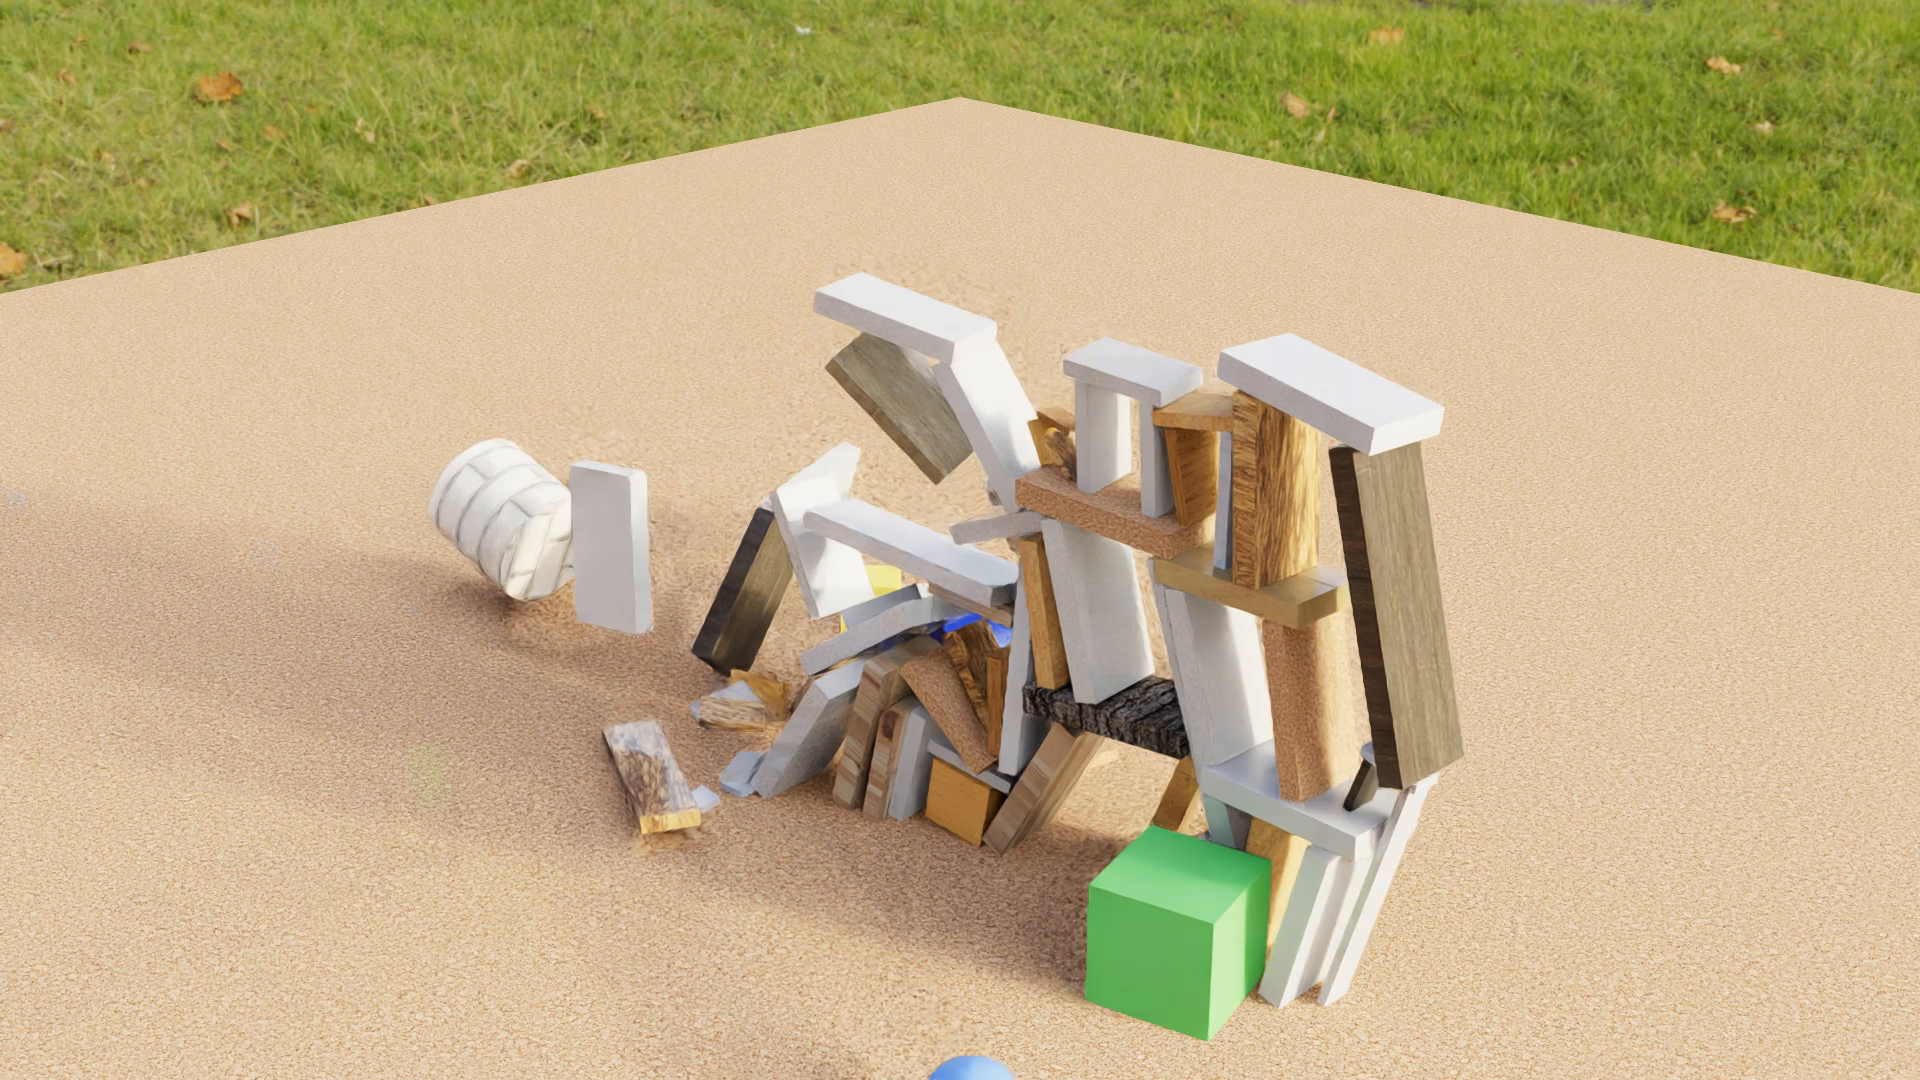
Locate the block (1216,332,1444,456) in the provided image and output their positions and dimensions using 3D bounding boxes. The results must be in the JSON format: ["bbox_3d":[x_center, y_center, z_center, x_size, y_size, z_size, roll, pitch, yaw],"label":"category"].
[{"bbox_3d":[0.587,-0.236,3.506,0.166,0.047,0.332,-16,35,-36],"label":"block"}]

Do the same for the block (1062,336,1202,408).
[{"bbox_3d":[0.296,-0.291,3.789,0.221,0.031,0.111,23,40,39],"label":"block"}]

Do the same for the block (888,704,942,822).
[{"bbox_3d":[-0.070,0.432,4.414,0.036,0.257,0.128,29,34,25],"label":"block"}]

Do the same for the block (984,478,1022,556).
[{"bbox_3d":[0.140,-0.045,5.483,0.033,0.234,0.117,-40,42,-19],"label":"block"}]

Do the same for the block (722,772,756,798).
[{"bbox_3d":[-0.432,0.498,4.567,0.059,0.017,0.119,19,29,37],"label":"block"}]

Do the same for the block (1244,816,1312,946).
[{"bbox_3d":[0.570,0.583,3.949,0.048,0.338,0.169,31,37,34],"label":"block"}]

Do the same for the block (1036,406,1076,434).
[{"bbox_3d":[0.184,-0.220,4.014,0.046,0.013,0.093,-14,29,-29],"label":"block"}]

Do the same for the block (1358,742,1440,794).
[{"bbox_3d":[0.717,0.367,3.597,0.059,0.017,0.119,-19,44,-38],"label":"block"}]

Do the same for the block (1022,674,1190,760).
[{"bbox_3d":[0.313,0.307,4.083,0.359,0.051,0.180,14,27,39],"label":"block"}]

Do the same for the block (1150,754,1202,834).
[{"bbox_3d":[0.420,0.487,4.157,0.051,0.359,0.180,28,30,13],"label":"block"}]

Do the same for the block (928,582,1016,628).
[{"bbox_3d":[0.049,0.112,4.282,0.204,0.029,0.102,23,25,32],"label":"block"}]

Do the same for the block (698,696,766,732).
[{"bbox_3d":[-0.496,0.379,4.785,0.141,0.020,0.071,7,43,-7],"label":"block"}]

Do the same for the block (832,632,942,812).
[{"bbox_3d":[-0.148,0.368,4.439,0.050,0.355,0.177,35,38,28],"label":"block"}]

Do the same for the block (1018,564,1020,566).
[{"bbox_3d":[0.196,0.091,5.333,0.165,0.047,0.330,4,1,10],"label":"block"}]

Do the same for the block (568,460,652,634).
[{"bbox_3d":[-0.771,0.016,4.848,0.180,0.360,0.051,11,19,33],"label":"block"}]

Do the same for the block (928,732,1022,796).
[{"bbox_3d":[0.046,0.428,4.337,0.201,0.028,0.100,26,33,28],"label":"block"}]

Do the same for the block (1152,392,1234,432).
[{"bbox_3d":[0.423,-0.214,3.686,0.093,0.026,0.186,-30,25,-37],"label":"block"}]

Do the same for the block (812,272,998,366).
[{"bbox_3d":[-0.104,-0.420,4.149,0.313,0.044,0.157,23,29,24],"label":"block"}]

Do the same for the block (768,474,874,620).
[{"bbox_3d":[-0.291,0.014,4.626,0.141,0.282,0.040,-18,-3,-34],"label":"block"}]

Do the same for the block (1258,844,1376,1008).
[{"bbox_3d":[0.627,0.642,3.811,0.169,0.338,0.048,-21,45,-41],"label":"block"}]

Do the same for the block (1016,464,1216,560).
[{"bbox_3d":[0.290,-0.064,3.938,0.352,0.050,0.176,21,31,38],"label":"block"}]

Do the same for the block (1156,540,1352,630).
[{"bbox_3d":[0.503,0.067,3.744,0.158,0.045,0.316,-20,27,-38],"label":"block"}]

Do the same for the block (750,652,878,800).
[{"bbox_3d":[-0.284,0.378,4.456,0.177,0.355,0.050,-24,66,-44],"label":"block"}]

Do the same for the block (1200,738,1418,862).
[{"bbox_3d":[0.598,0.441,3.781,0.169,0.048,0.338,-20,29,-38],"label":"block"}]

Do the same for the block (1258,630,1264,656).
[{"bbox_3d":[0.643,0.257,4.942,0.028,0.201,0.100,46,29,-3],"label":"block"}]

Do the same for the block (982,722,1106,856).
[{"bbox_3d":[0.183,0.450,4.266,0.051,0.359,0.180,43,40,17],"label":"block"}]

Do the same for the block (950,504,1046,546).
[{"bbox_3d":[0.128,-0.044,4.165,0.144,0.041,0.288,-22,8,-40],"label":"block"}]

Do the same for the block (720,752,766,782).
[{"bbox_3d":[-0.451,0.472,4.584,0.059,0.017,0.119,-2,18,18],"label":"block"}]

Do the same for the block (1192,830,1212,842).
[{"bbox_3d":[0.507,0.582,4.049,0.153,0.022,0.076,29,31,35],"label":"block"}]

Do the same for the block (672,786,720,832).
[{"bbox_3d":[-0.549,0.541,4.437,0.119,0.017,0.059,-30,36,-32],"label":"block"}]

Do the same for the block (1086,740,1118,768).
[{"bbox_3d":[0.222,0.456,4.649,0.201,0.028,0.100,-13,26,-28],"label":"block"}]

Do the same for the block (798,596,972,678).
[{"bbox_3d":[-0.149,0.187,4.420,0.177,0.050,0.355,-12,-10,-43],"label":"block"}]

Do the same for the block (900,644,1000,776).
[{"bbox_3d":[0.006,0.329,4.312,0.128,0.036,0.256,-24,71,-45],"label":"block"}]

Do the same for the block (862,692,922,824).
[{"bbox_3d":[-0.125,0.434,4.405,0.036,0.257,0.128,28,35,26],"label":"block"}]
